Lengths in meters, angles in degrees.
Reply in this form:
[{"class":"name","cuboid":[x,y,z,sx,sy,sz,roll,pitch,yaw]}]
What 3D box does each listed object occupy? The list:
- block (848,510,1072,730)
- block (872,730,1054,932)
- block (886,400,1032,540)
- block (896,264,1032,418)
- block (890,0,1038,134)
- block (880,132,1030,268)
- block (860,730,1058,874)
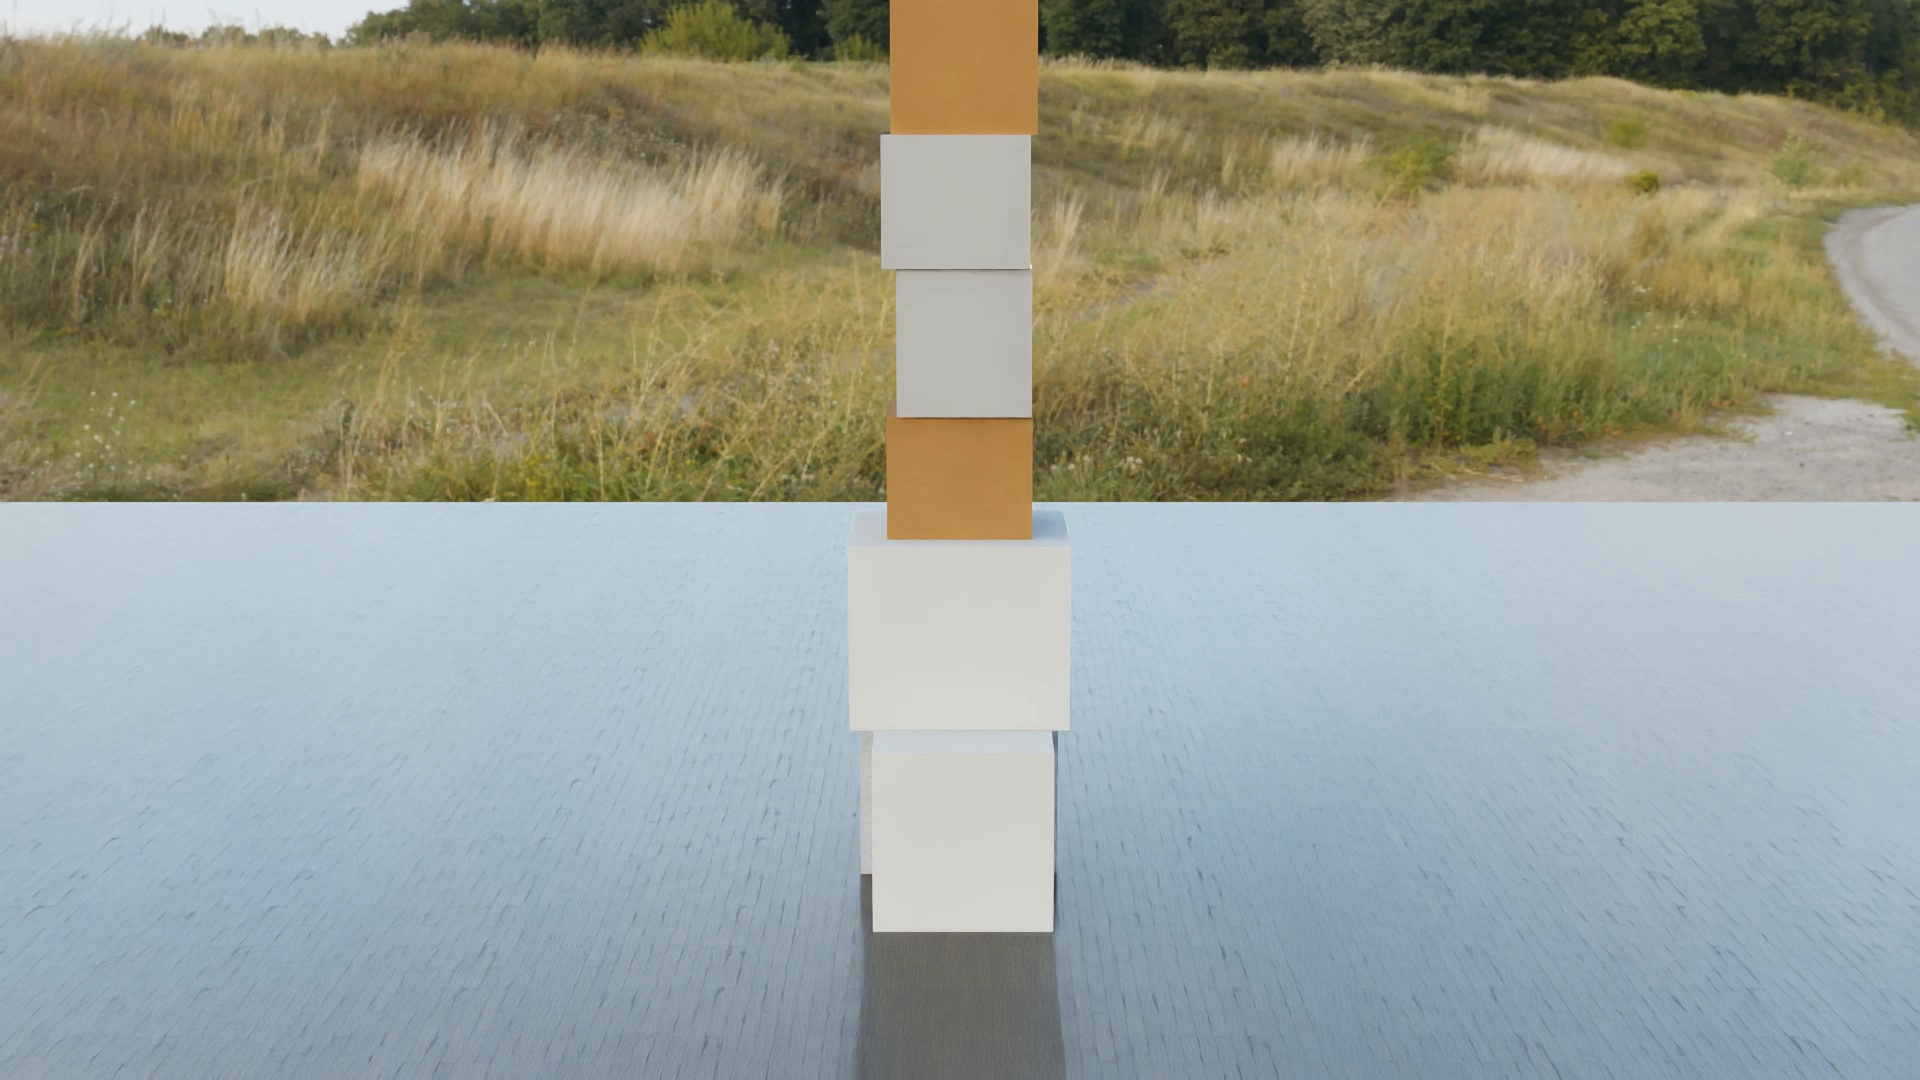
[{"class":"block","cuboid":[-0.002,0.334,11.241,0.931,0.785,0.948,0,10,0]},{"class":"block","cuboid":[0.013,1.178,10.944,0.747,0.766,0.770,0,10,0]},{"class":"block","cuboid":[-0.002,-0.311,11.124,0.616,0.527,0.562,0,10,0]},{"class":"block","cuboid":[0.018,-0.877,11.021,0.566,0.623,0.617,0,10,0]},{"class":"block","cuboid":[0.016,-2.042,10.809,0.605,0.646,0.601,0,10,0]},{"class":"block","cuboid":[-0.018,-1.454,10.916,0.618,0.550,0.659,0,10,0]},{"class":"block","cuboid":[-0.004,1.028,11.764,0.873,0.768,0.877,0,10,0]}]
